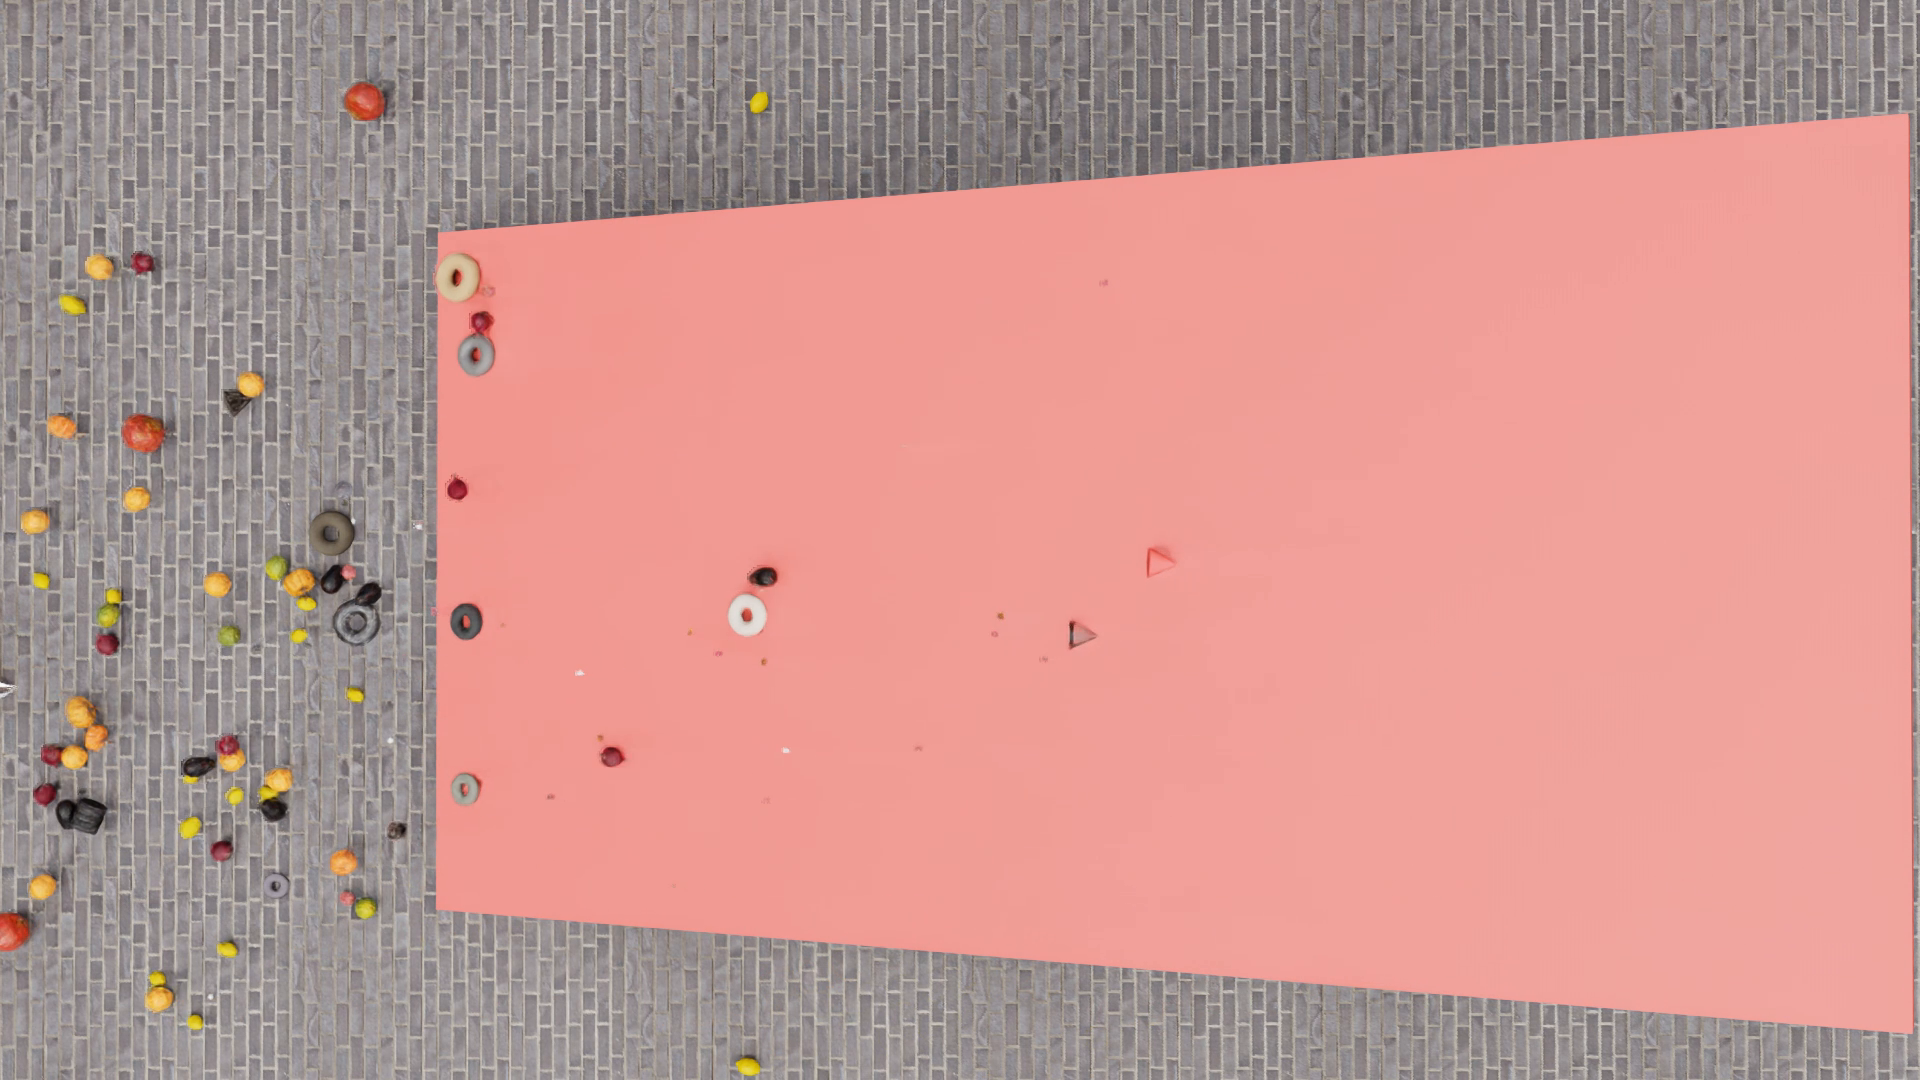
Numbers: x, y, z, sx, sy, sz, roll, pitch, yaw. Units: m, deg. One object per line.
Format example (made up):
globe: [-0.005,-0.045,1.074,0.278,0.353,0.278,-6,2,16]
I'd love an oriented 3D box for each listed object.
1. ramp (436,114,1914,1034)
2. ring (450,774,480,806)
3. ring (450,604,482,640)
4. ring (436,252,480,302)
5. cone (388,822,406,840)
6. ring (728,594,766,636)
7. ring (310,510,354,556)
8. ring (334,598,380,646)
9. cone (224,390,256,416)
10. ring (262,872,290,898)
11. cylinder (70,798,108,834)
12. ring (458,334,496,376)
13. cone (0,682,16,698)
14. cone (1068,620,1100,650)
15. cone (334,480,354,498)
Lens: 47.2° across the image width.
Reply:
ramp: [0.281,0.081,5.684,4.000,0.100,2.000,0,89,25]
ring: [-1.446,0.730,6.428,0.097,0.032,0.097,0,89,27]
ring: [-1.444,0.238,6.430,0.108,0.036,0.108,0,91,25]
ring: [-1.472,-0.769,6.447,0.149,0.050,0.149,-1,88,27]
cone: [-1.668,0.869,6.540,0.053,0.053,0.053,2,87,-30]
ring: [-0.582,0.206,6.017,0.118,0.039,0.118,0,91,25]
ring: [-1.877,-0.020,6.569,0.135,0.045,0.135,0,90,-1]
ring: [-1.801,0.246,6.565,0.141,0.047,0.141,0,91,0]
cone: [-2.146,-0.421,6.577,0.083,0.083,0.083,-24,89,-27]
ring: [-2.043,1.033,6.567,0.078,0.026,0.078,0,89,-1]
cylinder: [-2.591,0.822,6.542,0.080,0.080,0.080,25,89,0]
ring: [-1.412,-0.540,6.421,0.126,0.042,0.126,0,91,25]
cone: [-2.862,0.449,6.566,0.088,0.088,0.088,-6,89,-27]
cone: [0.318,0.243,5.590,0.081,0.081,0.081,4,89,3]
cone: [-1.847,-0.151,6.565,0.055,0.055,0.055,0,89,0]
